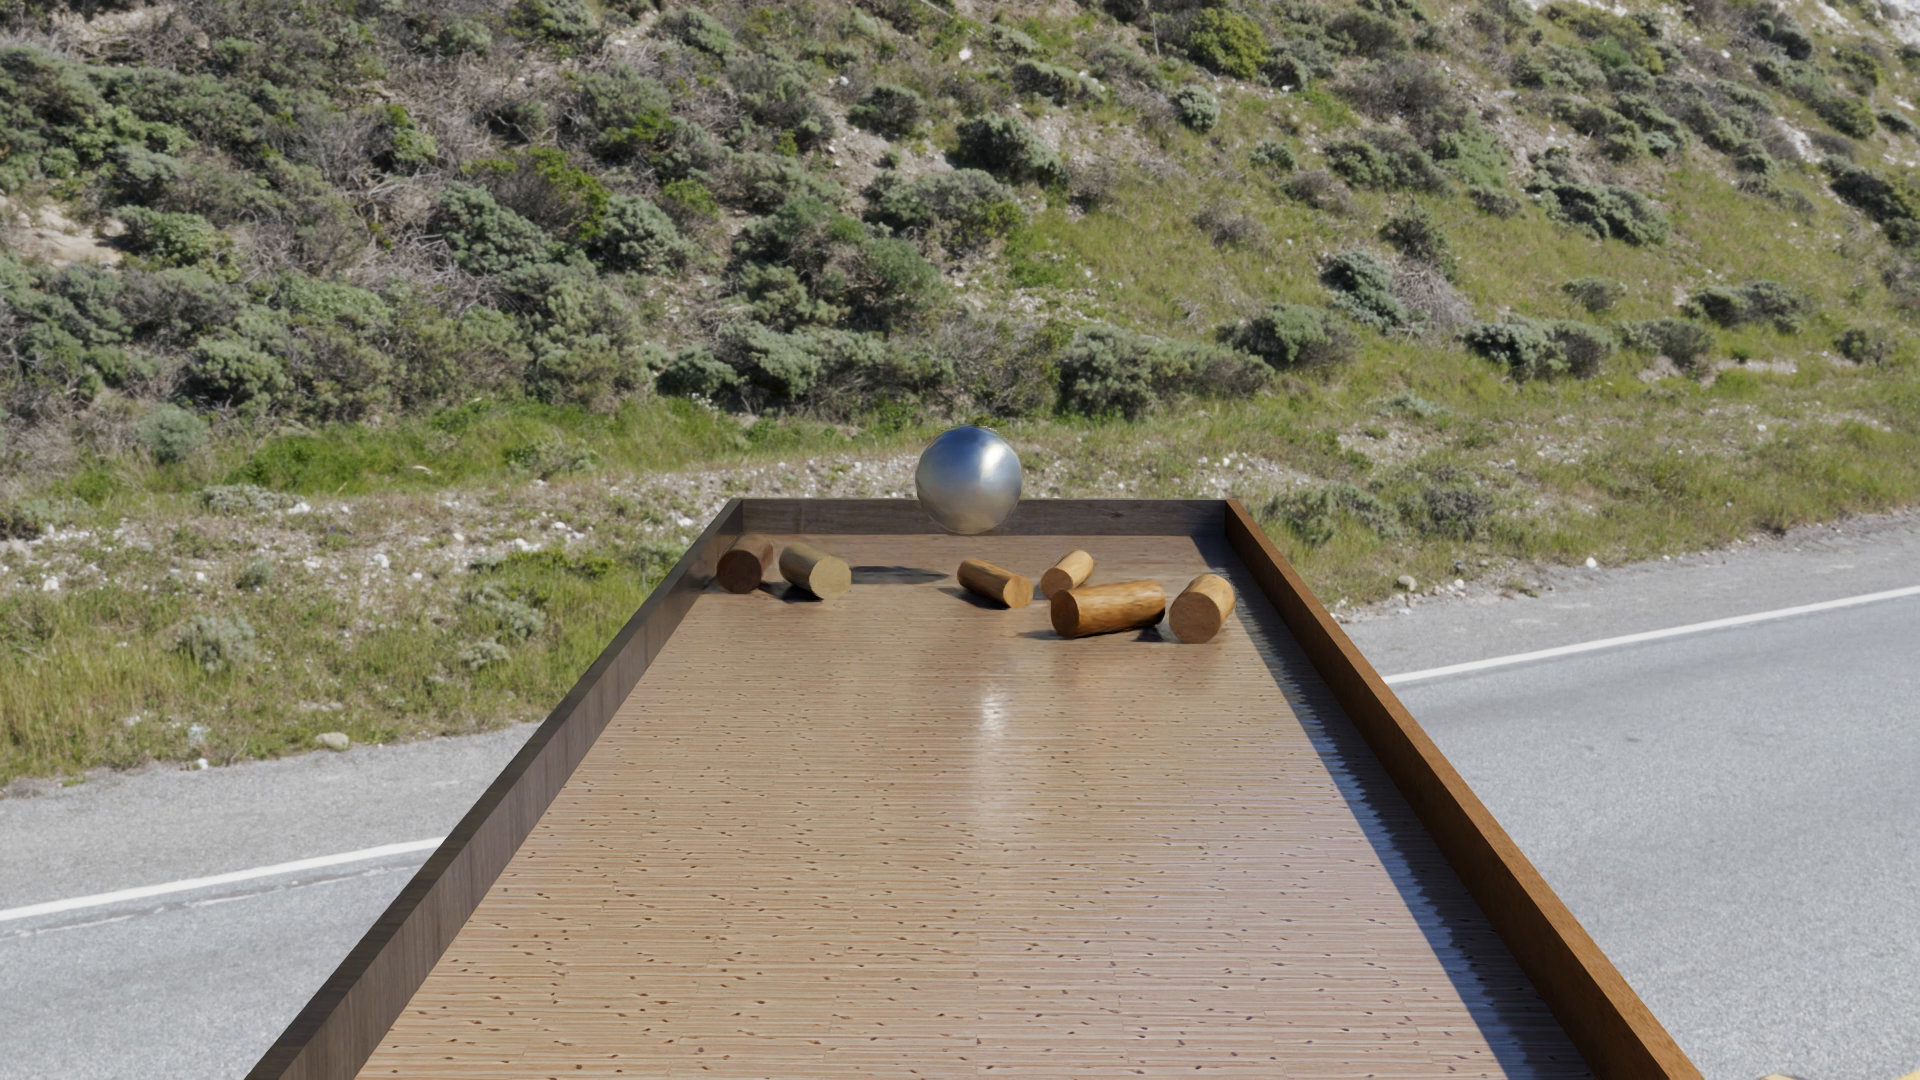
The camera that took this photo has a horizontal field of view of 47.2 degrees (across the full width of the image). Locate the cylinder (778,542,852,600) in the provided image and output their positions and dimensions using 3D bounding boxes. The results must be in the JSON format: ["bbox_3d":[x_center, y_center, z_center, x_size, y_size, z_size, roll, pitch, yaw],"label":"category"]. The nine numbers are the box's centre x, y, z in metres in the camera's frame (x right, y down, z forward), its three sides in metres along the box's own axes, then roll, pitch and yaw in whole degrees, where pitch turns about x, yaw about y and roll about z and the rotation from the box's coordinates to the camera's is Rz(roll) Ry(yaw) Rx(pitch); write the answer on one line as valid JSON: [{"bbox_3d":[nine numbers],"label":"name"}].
[{"bbox_3d":[-0.519,0.109,7.824,0.155,0.155,0.354,-4,10,-22],"label":"cylinder"}]

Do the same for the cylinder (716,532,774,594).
[{"bbox_3d":[-0.775,0.083,7.971,0.161,0.161,0.388,0,9,1],"label":"cylinder"}]

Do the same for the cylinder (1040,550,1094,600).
[{"bbox_3d":[0.385,0.125,7.858,0.114,0.114,0.416,2,9,13],"label":"cylinder"}]

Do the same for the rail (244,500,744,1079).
[{"bbox_3d":[-1.004,0.839,3.234,0.050,0.150,12.000,0,9,1],"label":"rail"}]

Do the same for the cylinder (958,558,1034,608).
[{"bbox_3d":[0.121,0.150,7.704,0.113,0.113,0.407,-4,10,-22],"label":"cylinder"}]

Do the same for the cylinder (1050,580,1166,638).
[{"bbox_3d":[0.481,0.220,7.127,0.357,0.154,0.154,-6,11,-34],"label":"cylinder"}]

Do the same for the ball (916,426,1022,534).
[{"bbox_3d":[0.032,-0.219,8.066,0.394,0.394,0.394,0,9,0],"label":"ball"}]

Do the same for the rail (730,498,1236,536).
[{"bbox_3d":[0.099,-0.098,9.147,2.100,0.150,0.050,0,9,1],"label":"rail"}]

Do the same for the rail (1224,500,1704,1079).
[{"bbox_3d":[1.046,0.843,3.208,0.050,0.150,12.000,0,9,1],"label":"rail"}]

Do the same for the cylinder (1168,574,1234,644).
[{"bbox_3d":[0.781,0.220,7.091,0.166,0.166,0.339,2,9,14],"label":"cylinder"}]
